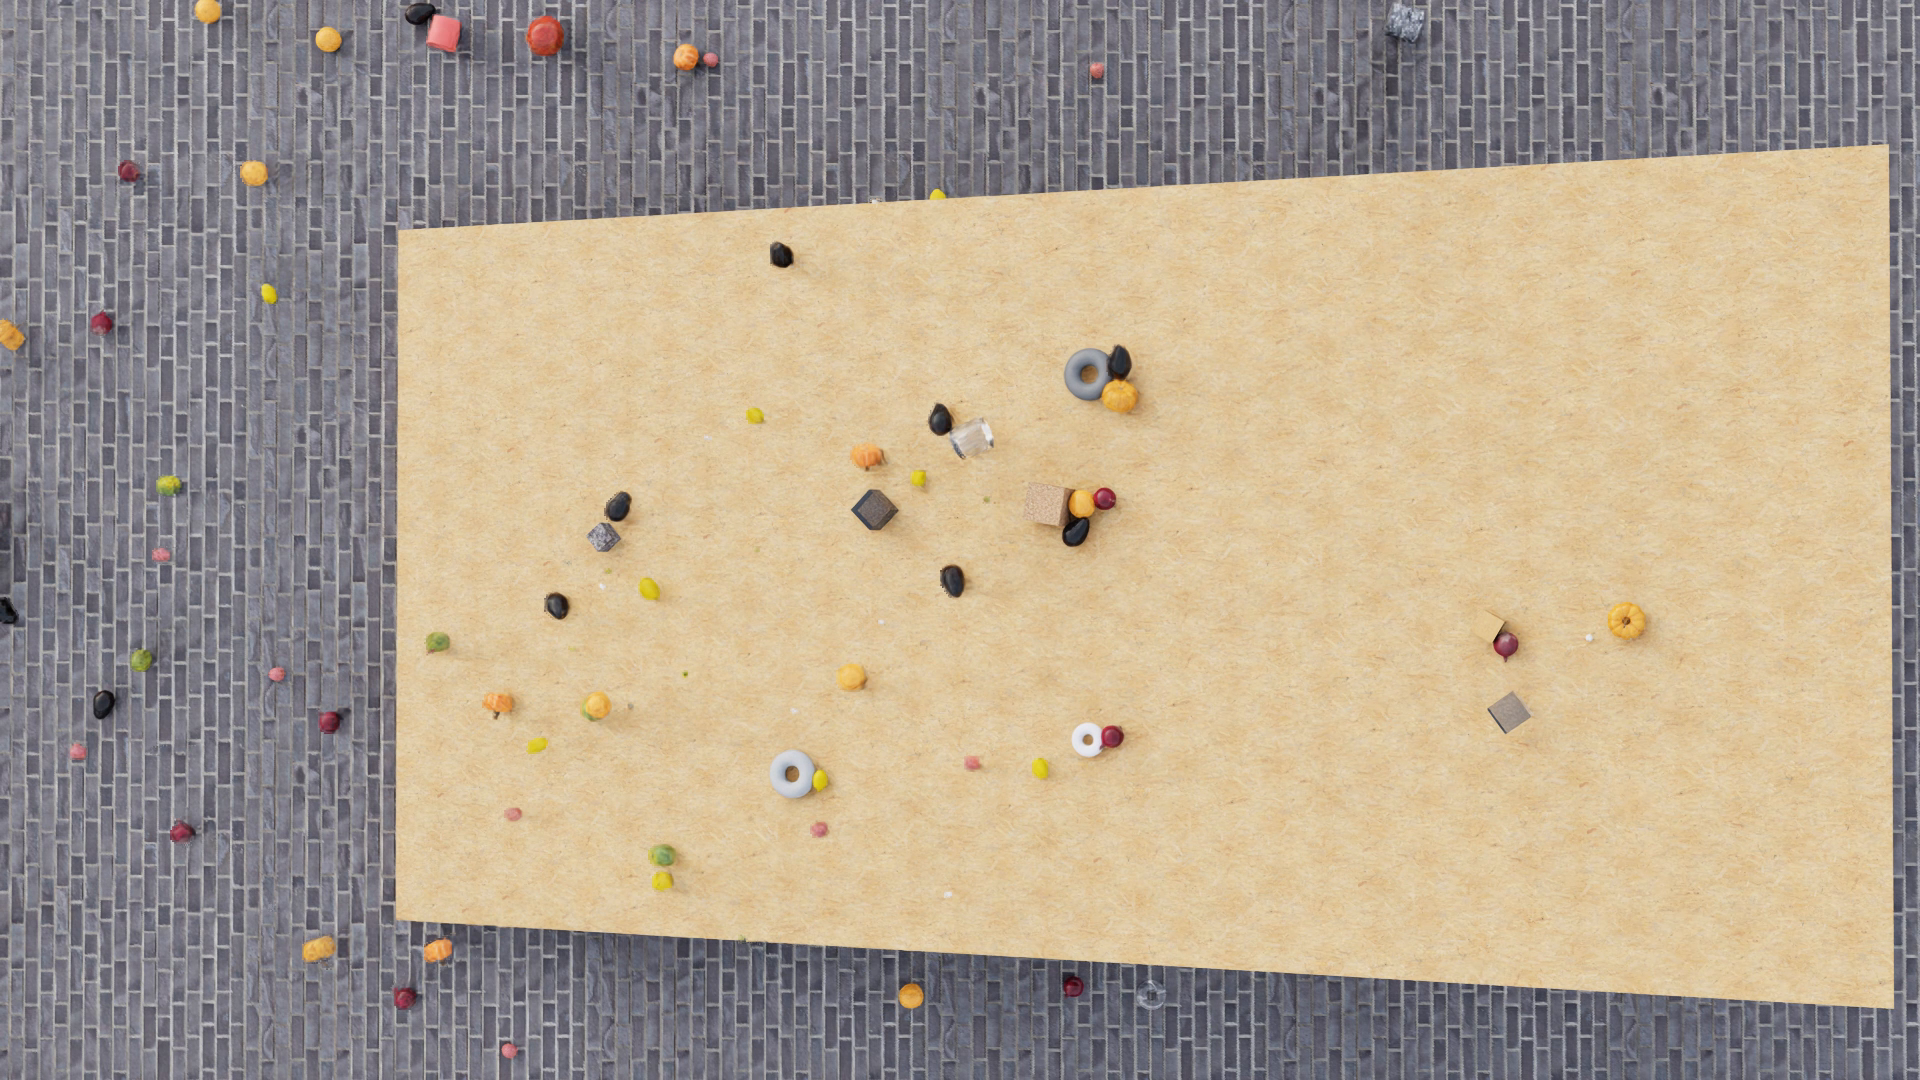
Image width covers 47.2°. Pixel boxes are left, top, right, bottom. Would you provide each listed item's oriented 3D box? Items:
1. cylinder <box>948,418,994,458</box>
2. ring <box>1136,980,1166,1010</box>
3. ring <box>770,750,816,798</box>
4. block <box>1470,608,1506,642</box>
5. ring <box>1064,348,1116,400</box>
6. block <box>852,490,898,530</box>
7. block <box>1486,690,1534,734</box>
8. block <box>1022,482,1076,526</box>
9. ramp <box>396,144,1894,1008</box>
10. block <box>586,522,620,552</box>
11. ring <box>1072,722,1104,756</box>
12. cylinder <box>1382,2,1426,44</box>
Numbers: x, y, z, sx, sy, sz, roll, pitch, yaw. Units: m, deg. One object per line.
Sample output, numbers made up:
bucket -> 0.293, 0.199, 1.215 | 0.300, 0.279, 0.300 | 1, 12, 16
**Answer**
cylinder -> 0.030, -0.268, 5.770 | 0.088, 0.088, 0.088 | -18, 89, 22
ring -> 0.561, 1.333, 6.440 | 0.088, 0.029, 0.088 | 0, 90, -1
ring -> -0.453, 0.633, 5.945 | 0.132, 0.044, 0.132 | -1, 88, 19
block -> 1.285, 0.209, 5.351 | 0.060, 0.060, 0.060 | 31, 99, 17
ring -> 0.335, -0.429, 5.691 | 0.137, 0.046, 0.137 | -1, 88, 19
block -> -0.227, -0.080, 5.861 | 0.077, 0.077, 0.077 | 46, 103, 14
block -> 1.332, 0.416, 5.324 | 0.076, 0.076, 0.076 | -38, 78, 15
block -> 0.230, -0.093, 5.694 | 0.099, 0.099, 0.099 | 11, 93, 19
ramp -> 0.278, 0.091, 5.780 | 4.000, 0.100, 2.000 | 0, 89, 19
block -> -0.994, -0.008, 6.131 | 0.058, 0.058, 0.058 | -42, 77, 14
ring -> 0.332, 0.517, 5.688 | 0.089, 0.030, 0.089 | -1, 88, 20
cylinder -> 1.301, -1.515, 6.448 | 0.092, 0.092, 0.092 | 24, 89, -11
